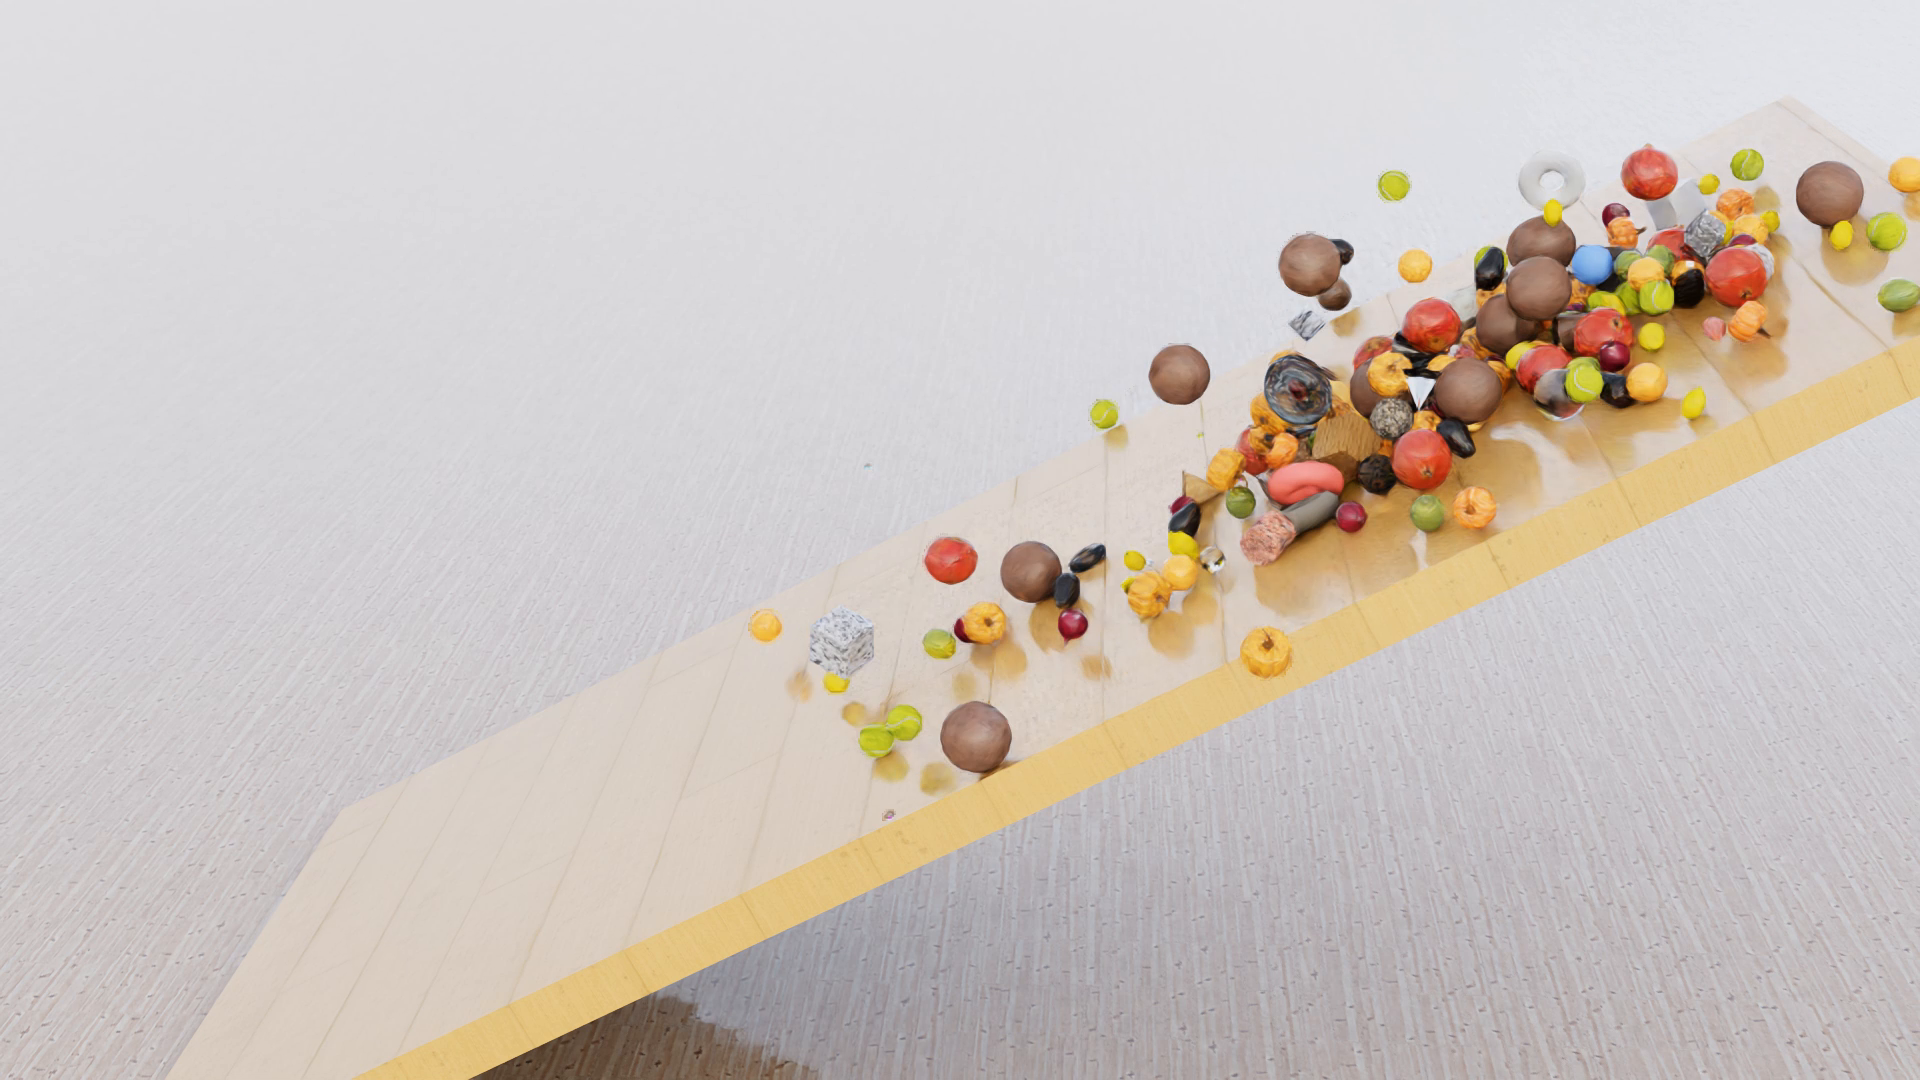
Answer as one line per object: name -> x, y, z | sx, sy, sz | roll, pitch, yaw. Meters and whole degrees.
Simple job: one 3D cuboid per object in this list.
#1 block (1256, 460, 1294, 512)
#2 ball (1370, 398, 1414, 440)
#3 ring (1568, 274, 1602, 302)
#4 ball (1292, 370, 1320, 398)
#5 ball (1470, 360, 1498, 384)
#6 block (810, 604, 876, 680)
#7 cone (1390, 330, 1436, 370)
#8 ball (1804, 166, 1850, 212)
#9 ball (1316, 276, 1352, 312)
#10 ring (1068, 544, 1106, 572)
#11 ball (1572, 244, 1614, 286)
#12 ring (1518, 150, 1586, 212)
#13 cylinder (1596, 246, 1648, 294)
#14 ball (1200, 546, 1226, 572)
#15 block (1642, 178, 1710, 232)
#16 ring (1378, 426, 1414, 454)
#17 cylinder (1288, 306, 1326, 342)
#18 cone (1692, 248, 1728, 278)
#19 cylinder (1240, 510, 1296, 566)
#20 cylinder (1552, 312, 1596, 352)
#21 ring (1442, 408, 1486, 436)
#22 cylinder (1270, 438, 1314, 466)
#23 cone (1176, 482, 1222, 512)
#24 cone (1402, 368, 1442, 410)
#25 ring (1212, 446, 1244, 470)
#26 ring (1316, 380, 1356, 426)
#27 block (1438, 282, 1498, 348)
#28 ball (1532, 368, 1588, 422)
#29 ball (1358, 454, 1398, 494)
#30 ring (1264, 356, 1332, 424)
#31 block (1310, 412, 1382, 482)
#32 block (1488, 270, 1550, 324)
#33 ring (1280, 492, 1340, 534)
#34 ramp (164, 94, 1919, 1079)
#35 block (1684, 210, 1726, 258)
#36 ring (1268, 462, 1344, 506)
block -> 0.651, -0.110, 5.912 | 0.071, 0.071, 0.071 | -30, 14, -5
ball -> 0.842, -0.236, 5.724 | 0.084, 0.084, 0.084 | 0, 17, 0
ring -> 1.299, -0.531, 6.105 | 0.075, 0.075, 0.025 | 7, 27, 22
ball -> 0.768, -0.346, 6.544 | 0.061, 0.061, 0.061 | 0, 17, 0
ball -> 1.073, -0.339, 6.024 | 0.056, 0.056, 0.056 | 0, 17, 0
block -> -0.247, 0.215, 6.194 | 0.096, 0.096, 0.096 | 27, 44, 28
cone -> 0.916, -0.376, 5.892 | 0.081, 0.081, 0.081 | 12, 21, 26
ball -> 1.727, -0.700, 5.863 | 0.090, 0.090, 0.090 | 0, 17, 0
ball -> 0.907, -0.596, 7.132 | 0.086, 0.086, 0.086 | 0, 17, 0
ring -> 0.270, 0.038, 6.217 | 0.089, 0.030, 0.089 | -31, 14, 8
ball -> 1.276, -0.555, 5.932 | 0.083, 0.083, 0.083 | 0, 17, 0
ring -> 1.318, -0.800, 6.549 | 0.149, 0.149, 0.050 | 3, 32, 9
cylinder -> 1.347, -0.554, 6.017 | 0.096, 0.096, 0.096 | 8, 9, 25
ball -> 0.492, 0.037, 5.740 | 0.050, 0.050, 0.050 | 0, 17, 0
block -> 1.538, -0.720, 6.320 | 0.083, 0.083, 0.083 | -34, 15, -22
ring -> 0.861, -0.205, 5.910 | 0.114, 0.038, 0.114 | -26, 15, 8
cylinder -> 0.805, -0.501, 6.816 | 0.062, 0.062, 0.062 | 46, 26, 2
cone -> 1.471, -0.558, 5.802 | 0.065, 0.065, 0.065 | 27, 28, 24
cylinder -> 0.590, -0.003, 5.634 | 0.077, 0.077, 0.077 | 16, 52, 42
cylinder -> 1.213, -0.411, 5.807 | 0.073, 0.073, 0.073 | -4, 17, 2
ring -> 0.988, -0.231, 5.760 | 0.092, 0.031, 0.092 | -21, 19, 8
cylinder -> 0.684, -0.155, 5.984 | 0.082, 0.082, 0.082 | -24, 10, 18
cone -> 0.518, -0.103, 6.209 | 0.091, 0.091, 0.091 | -29, 24, -9
cone -> 0.876, -0.284, 5.601 | 0.076, 0.076, 0.076 | 5, -1, 0
ring -> 0.580, -0.176, 6.380 | 0.078, 0.026, 0.078 | -26, 16, 8
ring -> 0.784, -0.286, 6.216 | 0.105, 0.105, 0.035 | 5, 0, 15
block -> 1.073, -0.473, 6.208 | 0.084, 0.084, 0.084 | -23, 51, 22
ball -> 1.123, -0.272, 5.505 | 0.099, 0.099, 0.099 | 0, 17, 0
ball -> 0.804, -0.127, 5.659 | 0.077, 0.077, 0.077 | 0, 17, 0
ring -> 0.666, -0.295, 5.799 | 0.147, 0.147, 0.049 | -9, -16, -26
block -> 0.755, -0.180, 5.747 | 0.090, 0.090, 0.090 | 34, -33, -29
block -> 1.174, -0.509, 6.171 | 0.084, 0.084, 0.084 | 1, -18, 44
ring -> 0.671, -0.050, 5.693 | 0.139, 0.046, 0.139 | -26, 5, 2
ramp -> 0.141, 0.167, 6.281 | 4.000, 0.100, 2.000 | -26, 14, 11
block -> 1.448, -0.596, 5.719 | 0.054, 0.054, 0.054 | 35, 41, -7
ring -> 0.675, -0.108, 5.739 | 0.150, 0.050, 0.150 | -2, -22, -1
